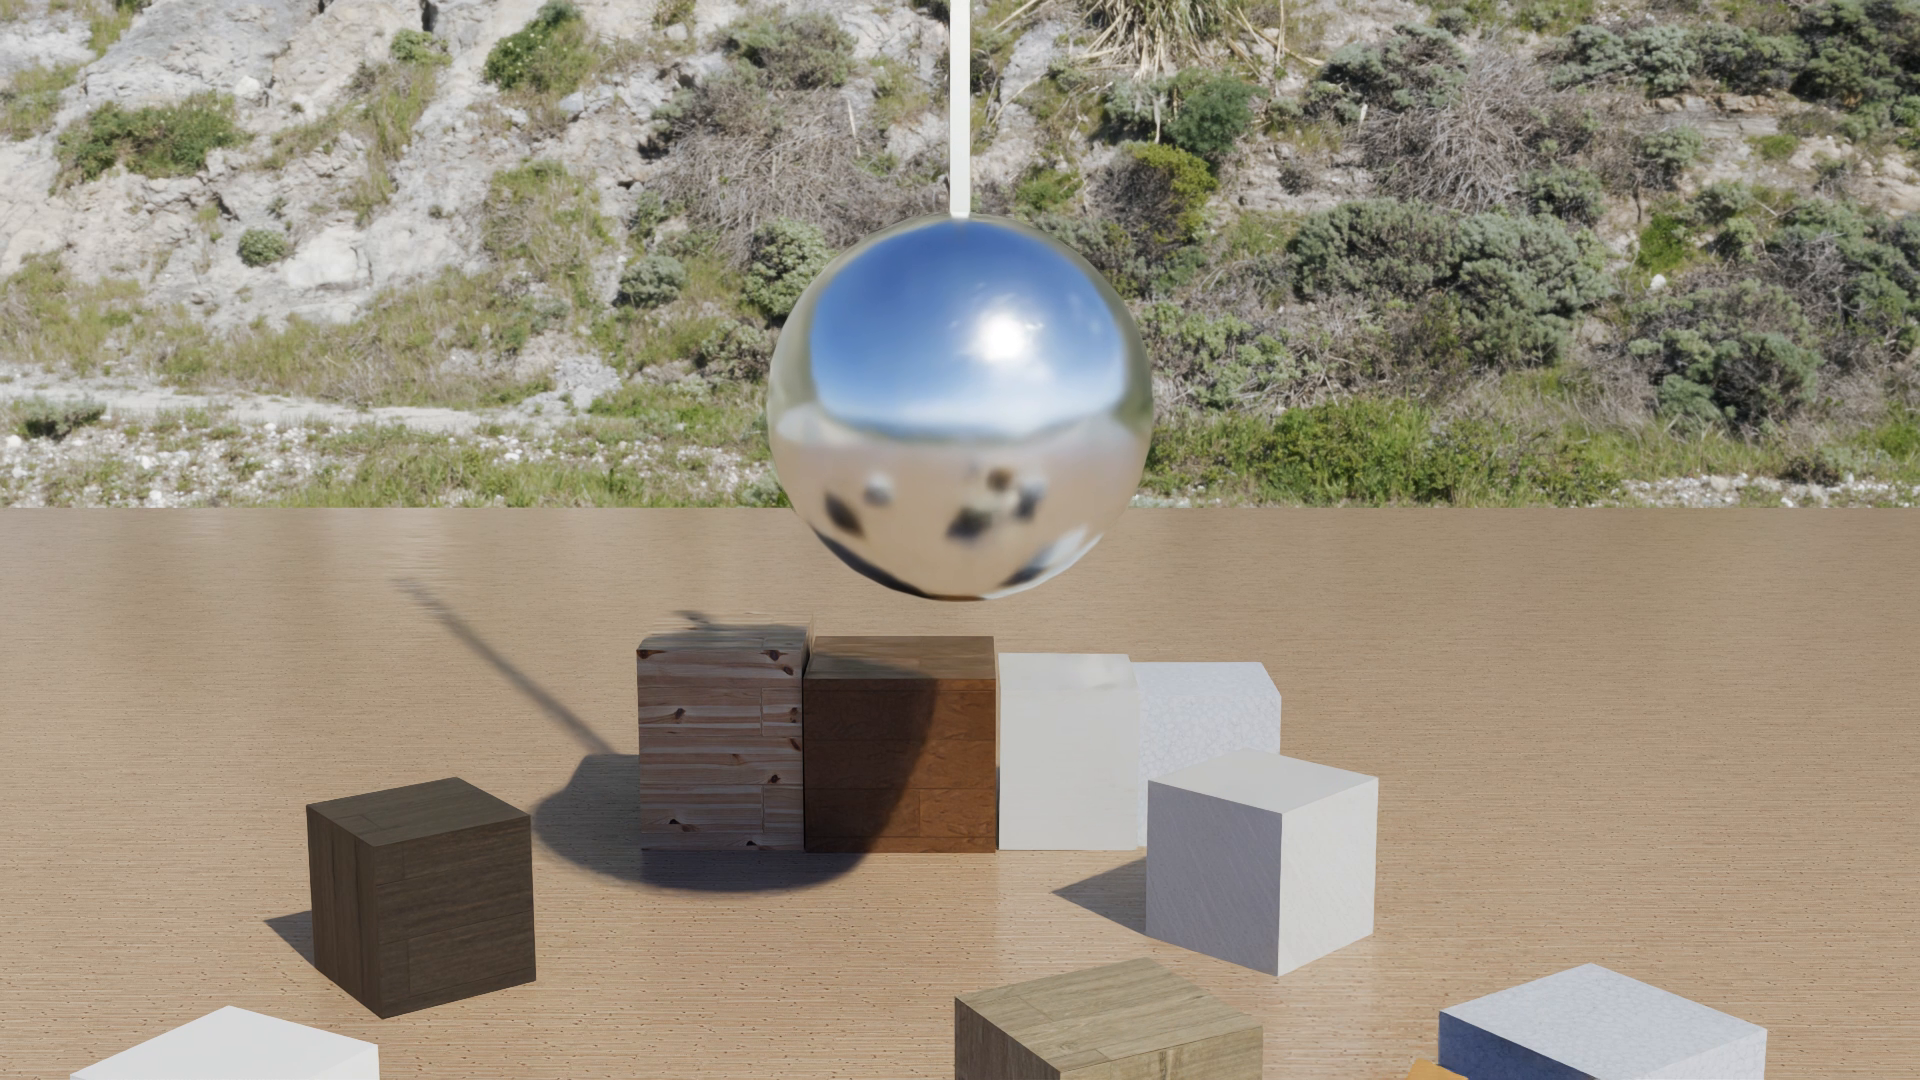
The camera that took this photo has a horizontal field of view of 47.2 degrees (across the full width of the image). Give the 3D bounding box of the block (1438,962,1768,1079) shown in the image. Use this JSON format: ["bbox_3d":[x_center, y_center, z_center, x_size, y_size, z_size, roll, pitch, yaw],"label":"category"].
[{"bbox_3d":[2.071,1.896,7.161,0.745,0.707,0.704,-7,12,-34],"label":"block"}]

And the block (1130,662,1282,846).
[{"bbox_3d":[1.243,1.095,11.363,0.708,0.779,0.720,0,10,0],"label":"block"}]

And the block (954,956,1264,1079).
[{"bbox_3d":[0.487,1.885,7.366,0.773,0.655,0.696,-6,12,-28],"label":"block"}]

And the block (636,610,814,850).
[{"bbox_3d":[-1.188,0.966,11.376,0.812,1.030,0.920,0,10,0],"label":"block"}]

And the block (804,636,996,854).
[{"bbox_3d":[-0.296,1.037,11.362,0.948,0.894,0.952,0,10,0],"label":"block"}]

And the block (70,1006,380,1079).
[{"bbox_3d":[-2.394,1.965,7.224,0.693,0.549,0.659,6,12,29],"label":"block"}]

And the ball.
[{"bbox_3d":[0.000,-0.545,9.066,1.600,1.600,1.600,0,10,0],"label":"ball"}]

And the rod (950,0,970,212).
[{"bbox_3d":[0.000,-3.903,9.597,0.080,5.200,0.080,0,-9,0],"label":"rod"}]

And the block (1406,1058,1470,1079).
[{"bbox_3d":[1.436,2.005,6.196,0.673,0.641,0.747,21,15,19],"label":"block"}]

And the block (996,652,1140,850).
[{"bbox_3d":[0.543,1.078,11.352,0.689,0.819,0.837,0,10,0],"label":"block"}]

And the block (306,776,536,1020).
[{"bbox_3d":[-2.283,1.494,9.313,0.687,0.729,0.715,-8,13,-37],"label":"block"}]

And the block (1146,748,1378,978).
[{"bbox_3d":[1.341,1.411,9.784,0.718,0.723,0.731,10,14,43],"label":"block"}]
